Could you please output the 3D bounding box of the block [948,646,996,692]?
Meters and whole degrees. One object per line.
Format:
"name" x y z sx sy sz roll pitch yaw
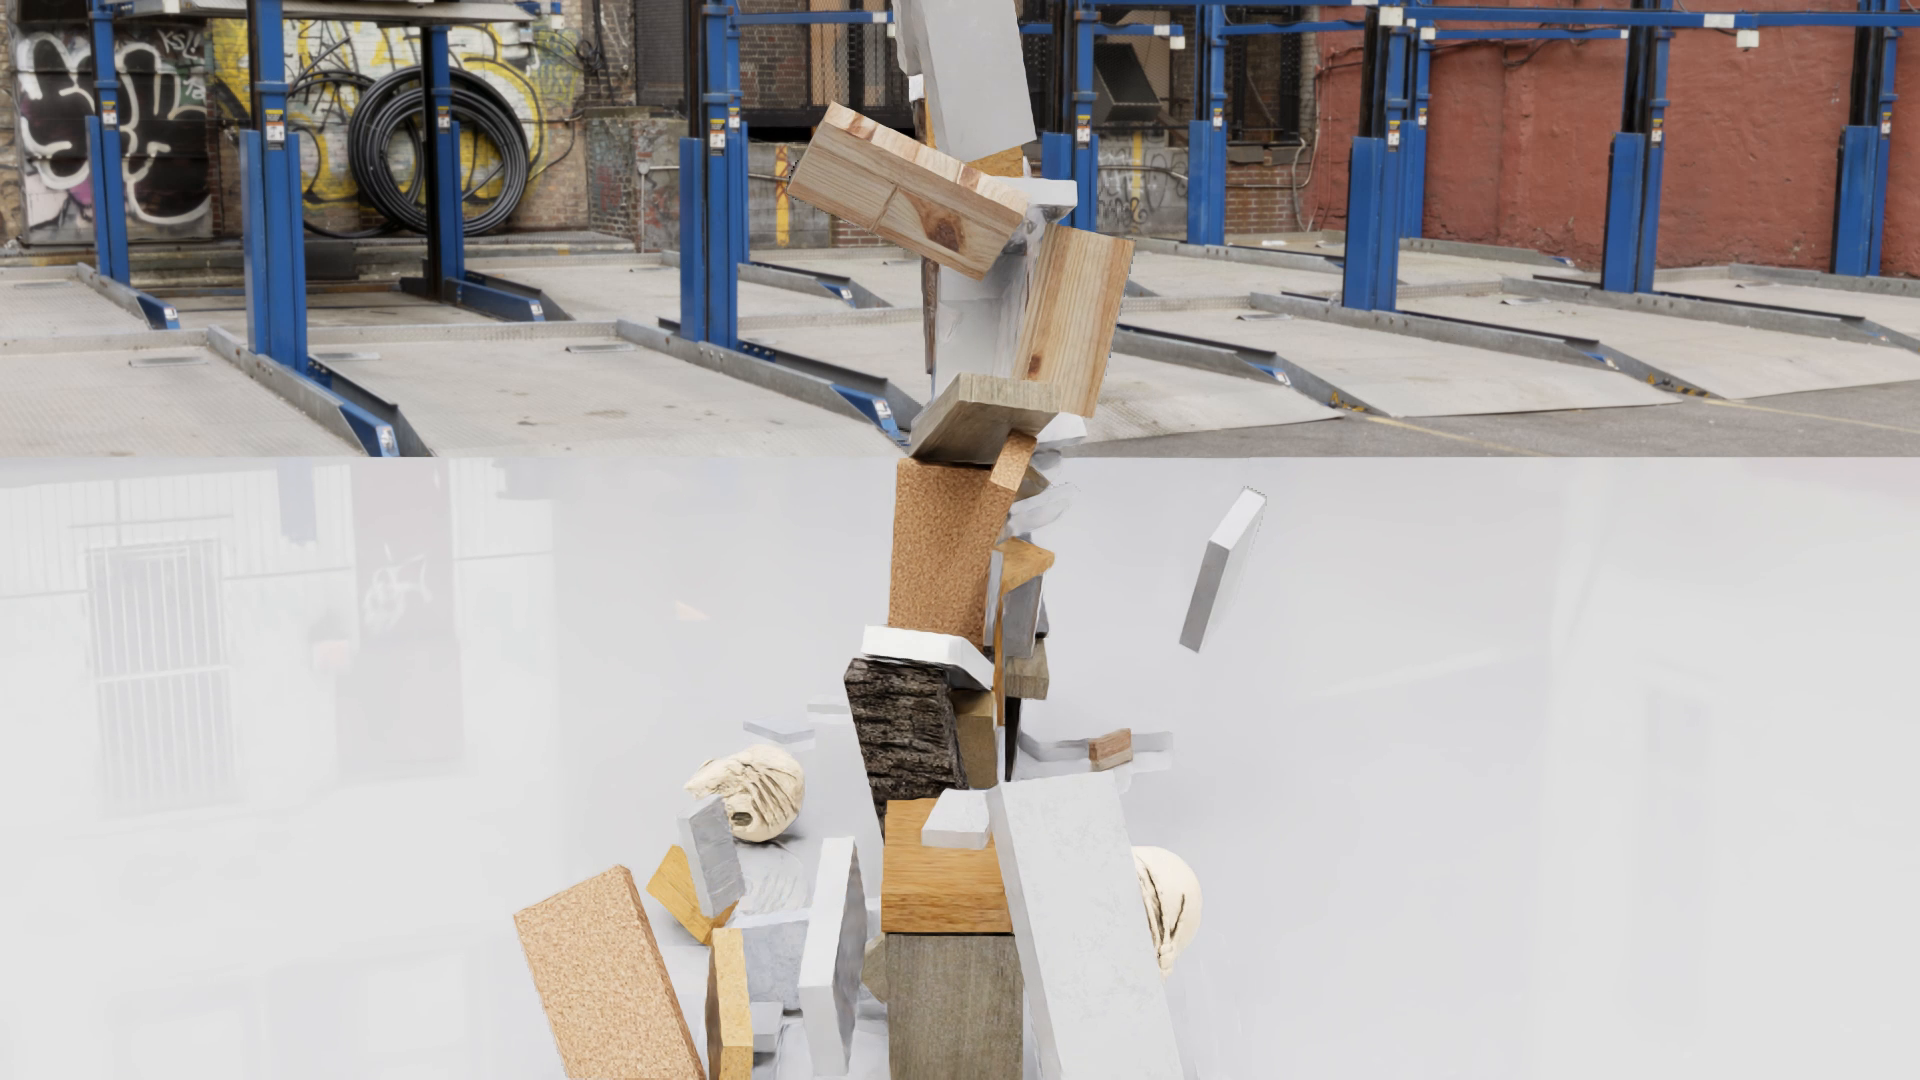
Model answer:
"block" -0.020 0.263 3.594 0.138 0.276 0.039 8 50 4

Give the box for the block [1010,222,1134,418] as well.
"block" 0.162 -0.323 3.237 0.132 0.265 0.037 13 5 2

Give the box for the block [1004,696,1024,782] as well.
"block" 0.025 0.386 4.029 0.155 0.310 0.044 4 -30 7

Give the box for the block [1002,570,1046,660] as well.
"block" 0.096 0.120 3.923 0.090 0.181 0.026 12 23 9

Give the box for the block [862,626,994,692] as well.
"block" -0.044 0.179 3.286 0.145 0.041 0.290 6 -10 11

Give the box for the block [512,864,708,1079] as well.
"block" -0.444 0.587 2.795 0.153 0.307 0.043 -25 -20 2

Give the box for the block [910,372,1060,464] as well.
"block" 0.033 -0.173 3.249 0.148 0.042 0.297 7 -15 -14

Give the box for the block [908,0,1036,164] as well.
"block" 0.016 -0.699 3.176 0.144 0.288 0.041 -22 29 -21

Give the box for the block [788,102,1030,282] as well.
"block" -0.073 -0.490 3.108 0.307 0.153 0.043 24 51 -11

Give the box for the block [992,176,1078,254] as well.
"block" 0.066 -0.480 3.276 0.132 0.037 0.265 0 -9 -17

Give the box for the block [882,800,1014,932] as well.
"block" -0.010 0.404 2.761 0.169 0.048 0.338 0 12 -1

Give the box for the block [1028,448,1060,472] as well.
"block" 0.066 -0.159 4.163 0.116 0.033 0.232 -12 16 -44

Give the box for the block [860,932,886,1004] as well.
"block" -0.072 0.574 3.088 0.157 0.079 0.022 -38 19 4

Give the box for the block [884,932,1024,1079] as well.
"block" -0.005 0.594 2.768 0.169 0.338 0.048 0 38 1

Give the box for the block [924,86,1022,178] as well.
"block" 0.020 -0.628 3.358 0.144 0.288 0.041 -3 14 -3

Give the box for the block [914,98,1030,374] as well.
"block" 0.019 -0.477 3.446 0.161 0.452 0.046 0 -17 -10

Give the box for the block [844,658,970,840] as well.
"block" -0.068 0.342 3.321 0.145 0.399 0.041 7 44 19

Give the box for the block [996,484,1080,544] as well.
"block" 0.125 -0.045 3.932 0.023 0.081 0.252 47 29 14

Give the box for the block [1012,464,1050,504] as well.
"block" 0.101 -0.102 3.975 0.023 0.081 0.161 50 8 25

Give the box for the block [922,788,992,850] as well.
"block" 0.005 0.356 2.814 0.079 0.022 0.158 2 13 10

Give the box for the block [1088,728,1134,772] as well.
"block" 0.302 0.421 4.401 0.018 0.063 0.127 -3 6 38

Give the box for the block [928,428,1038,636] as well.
"block" 0.031 -0.004 3.222 0.042 0.297 0.148 23 36 0

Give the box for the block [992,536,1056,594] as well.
"block" 0.078 0.047 3.827 0.090 0.026 0.181 21 29 29

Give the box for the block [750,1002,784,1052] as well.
"block" -0.293 0.678 3.065 0.084 0.024 0.167 1 3 -1

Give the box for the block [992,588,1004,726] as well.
"block" 0.005 0.217 3.782 0.138 0.362 0.039 1 41 4

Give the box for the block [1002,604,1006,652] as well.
"block" 0.032 0.225 3.835 0.090 0.285 0.026 1 41 0

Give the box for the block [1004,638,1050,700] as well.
"block" 0.075 0.198 4.030 0.155 0.044 0.310 6 22 -4

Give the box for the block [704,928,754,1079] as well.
"block" -0.302 0.637 2.864 0.039 0.136 0.273 3 21 -10

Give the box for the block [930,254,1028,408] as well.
"block" 0.029 -0.308 3.346 0.132 0.265 0.037 5 -13 -9

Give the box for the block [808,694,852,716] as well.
"block" -0.251 0.363 4.830 0.152 0.022 0.076 2 11 13

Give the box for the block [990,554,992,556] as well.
"block" -0.002 -0.071 3.627 0.113 0.225 0.032 1 -12 6

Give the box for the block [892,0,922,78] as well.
"block" -0.032 -0.853 3.316 0.144 0.288 0.041 -18 41 -13

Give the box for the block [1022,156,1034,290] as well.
"block" 0.039 -0.491 3.665 0.161 0.321 0.046 -7 -32 12

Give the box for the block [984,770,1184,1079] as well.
"block" 0.161 0.545 2.518 0.153 0.555 0.043 -3 -19 -28

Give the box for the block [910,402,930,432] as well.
"block" -0.005 -0.194 3.575 0.113 0.032 0.225 5 16 8

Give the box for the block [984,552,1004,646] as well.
"block" -0.007 0.090 3.566 0.138 0.039 0.276 2 24 4

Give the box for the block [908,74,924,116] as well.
"block" 0.010 -0.686 3.642 0.161 0.046 0.321 -4 -14 3

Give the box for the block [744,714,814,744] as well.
"block" -0.382 0.399 4.638 0.076 0.022 0.152 -8 13 -38

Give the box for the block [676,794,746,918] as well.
"block" -0.379 0.482 3.361 0.024 0.167 0.084 -1 20 34

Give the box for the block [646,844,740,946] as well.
"block" -0.425 0.561 3.478 0.167 0.084 0.024 33 2 43

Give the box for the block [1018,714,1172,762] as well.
"block" 0.274 0.407 4.539 0.292 0.041 0.146 -4 11 -19

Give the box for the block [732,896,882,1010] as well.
"block" -0.179 0.592 3.144 0.273 0.136 0.039 -9 15 7

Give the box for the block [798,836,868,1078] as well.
"block" -0.149 0.493 2.623 0.039 0.136 0.273 -4 29 6

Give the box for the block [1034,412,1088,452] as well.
"block" 0.118 -0.317 4.114 0.153 0.307 0.043 -10 -16 -24

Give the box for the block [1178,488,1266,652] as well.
"block" 0.494 0.061 4.152 0.043 0.307 0.153 27 51 15

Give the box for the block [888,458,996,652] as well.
"block" -0.029 0.028 3.384 0.149 0.297 0.042 5 15 3

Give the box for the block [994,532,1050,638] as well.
"block" 0.082 0.054 4.057 0.116 0.267 0.033 -1 -25 -22

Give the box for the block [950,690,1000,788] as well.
"block" -0.013 0.320 3.533 0.145 0.041 0.290 4 -29 5

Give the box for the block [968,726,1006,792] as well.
"block" 0.000 0.412 3.690 0.147 0.042 0.293 1 29 2
